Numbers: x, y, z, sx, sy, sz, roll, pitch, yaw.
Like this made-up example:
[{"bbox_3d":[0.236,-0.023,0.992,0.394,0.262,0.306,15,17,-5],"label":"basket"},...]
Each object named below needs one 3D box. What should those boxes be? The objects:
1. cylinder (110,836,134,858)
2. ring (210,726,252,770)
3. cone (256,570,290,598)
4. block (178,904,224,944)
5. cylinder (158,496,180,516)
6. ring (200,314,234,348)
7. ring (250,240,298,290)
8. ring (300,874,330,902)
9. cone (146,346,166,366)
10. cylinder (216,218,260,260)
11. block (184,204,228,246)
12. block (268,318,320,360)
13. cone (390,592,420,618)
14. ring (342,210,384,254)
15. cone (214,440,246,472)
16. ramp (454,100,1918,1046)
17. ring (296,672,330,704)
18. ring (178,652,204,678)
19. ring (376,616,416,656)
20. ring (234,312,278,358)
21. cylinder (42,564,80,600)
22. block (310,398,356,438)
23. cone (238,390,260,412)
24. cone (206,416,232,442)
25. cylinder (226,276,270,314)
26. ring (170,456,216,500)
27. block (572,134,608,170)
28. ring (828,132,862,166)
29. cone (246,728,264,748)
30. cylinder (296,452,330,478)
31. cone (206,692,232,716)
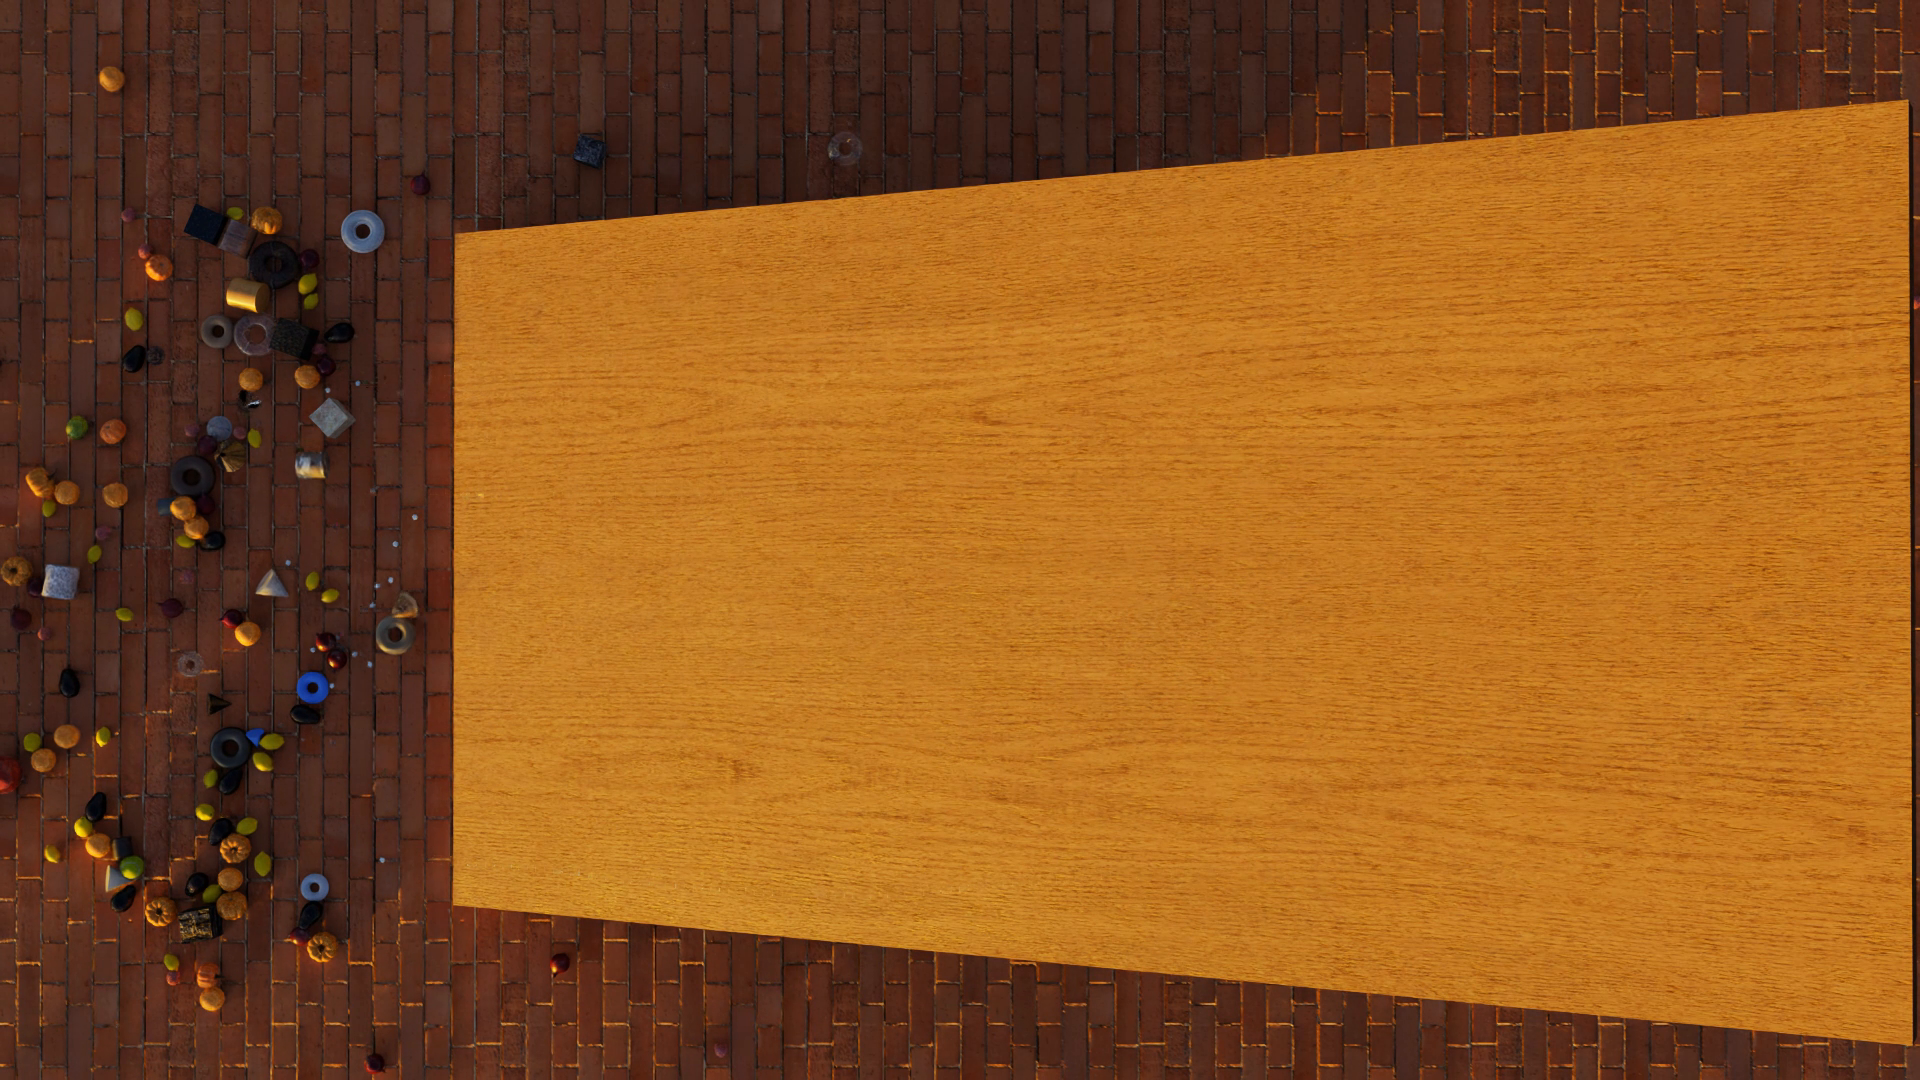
[{"bbox_3d":[-2.516,0.923,6.605,0.057,0.057,0.057,-10,91,0],"label":"cylinder"},{"bbox_3d":[-2.193,0.626,6.615,0.129,0.043,0.129,0,88,0],"label":"ring"},{"bbox_3d":[-2.057,0.149,6.621,0.090,0.090,0.090,37,89,-26],"label":"cone"},{"bbox_3d":[-2.274,1.150,6.585,0.092,0.092,0.092,-9,89,0],"label":"block"},{"bbox_3d":[-2.380,-0.100,6.617,0.053,0.053,0.053,-7,89,-5],"label":"cylinder"},{"bbox_3d":[-2.236,-0.629,6.632,0.106,0.035,0.106,0,90,-1],"label":"ring"},{"bbox_3d":[-2.067,-0.829,6.627,0.147,0.049,0.147,0,90,0],"label":"ring"},{"bbox_3d":[-1.941,1.046,6.617,0.086,0.029,0.086,0,87,1],"label":"ring"},{"bbox_3d":[-2.432,-0.557,6.619,0.058,0.058,0.058,0,89,0],"label":"cone"},{"bbox_3d":[-2.170,-0.904,6.604,0.096,0.096,0.096,24,90,0],"label":"cylinder"},{"bbox_3d":[-2.256,-0.943,6.606,0.093,0.093,0.093,24,89,0],"label":"block"},{"bbox_3d":[-1.998,-0.603,6.600,0.097,0.097,0.097,20,89,0],"label":"block"},{"bbox_3d":[-1.678,0.212,6.581,0.085,0.085,0.085,13,119,26],"label":"cone"},{"bbox_3d":[-1.800,-0.931,6.631,0.131,0.044,0.131,0,90,-1],"label":"ring"},{"bbox_3d":[-2.205,-0.255,6.597,0.097,0.097,0.097,0,89,0],"label":"cone"},{"bbox_3d":[0.275,0.077,5.646,4.000,0.100,2.000,0,89,28],"label":"ramp"},{"bbox_3d":[-1.948,0.445,6.622,0.097,0.032,0.097,0,90,-1],"label":"ring"},{"bbox_3d":[-2.319,0.376,6.626,0.078,0.026,0.078,0,89,1],"label":"ring"},{"bbox_3d":[-1.699,0.285,6.619,0.123,0.041,0.123,0,89,1],"label":"ring"},{"bbox_3d":[-2.118,-0.618,6.626,0.143,0.048,0.143,0,91,0],"label":"ring"},{"bbox_3d":[-2.695,0.125,6.594,0.094,0.094,0.094,9,89,0],"label":"cylinder"},{"bbox_3d":[-1.884,-0.366,6.604,0.084,0.084,0.084,-43,90,0],"label":"block"},{"bbox_3d":[-2.162,-0.403,6.631,0.068,0.068,0.068,-41,90,26],"label":"cone"},{"bbox_3d":[-2.238,-0.337,6.607,0.078,0.078,0.078,0,89,0],"label":"cone"},{"bbox_3d":[-2.135,-0.735,6.599,0.091,0.091,0.091,14,89,8],"label":"cylinder"},{"bbox_3d":[-2.310,-0.188,6.622,0.137,0.046,0.137,0,88,-1],"label":"ring"},{"bbox_3d":[-1.113,-1.167,6.617,0.075,0.075,0.075,19,89,0],"label":"block"},{"bbox_3d":[-0.347,-1.180,6.637,0.108,0.036,0.108,0,90,-1],"label":"ring"},{"bbox_3d":[-2.119,0.605,6.624,0.054,0.054,0.054,-2,116,0],"label":"cone"},{"bbox_3d":[-1.944,-0.226,6.605,0.080,0.080,0.080,-2,89,0],"label":"cylinder"},{"bbox_3d":[-2.227,0.494,6.622,0.071,0.071,0.071,0,89,-27],"label":"cone"}]
